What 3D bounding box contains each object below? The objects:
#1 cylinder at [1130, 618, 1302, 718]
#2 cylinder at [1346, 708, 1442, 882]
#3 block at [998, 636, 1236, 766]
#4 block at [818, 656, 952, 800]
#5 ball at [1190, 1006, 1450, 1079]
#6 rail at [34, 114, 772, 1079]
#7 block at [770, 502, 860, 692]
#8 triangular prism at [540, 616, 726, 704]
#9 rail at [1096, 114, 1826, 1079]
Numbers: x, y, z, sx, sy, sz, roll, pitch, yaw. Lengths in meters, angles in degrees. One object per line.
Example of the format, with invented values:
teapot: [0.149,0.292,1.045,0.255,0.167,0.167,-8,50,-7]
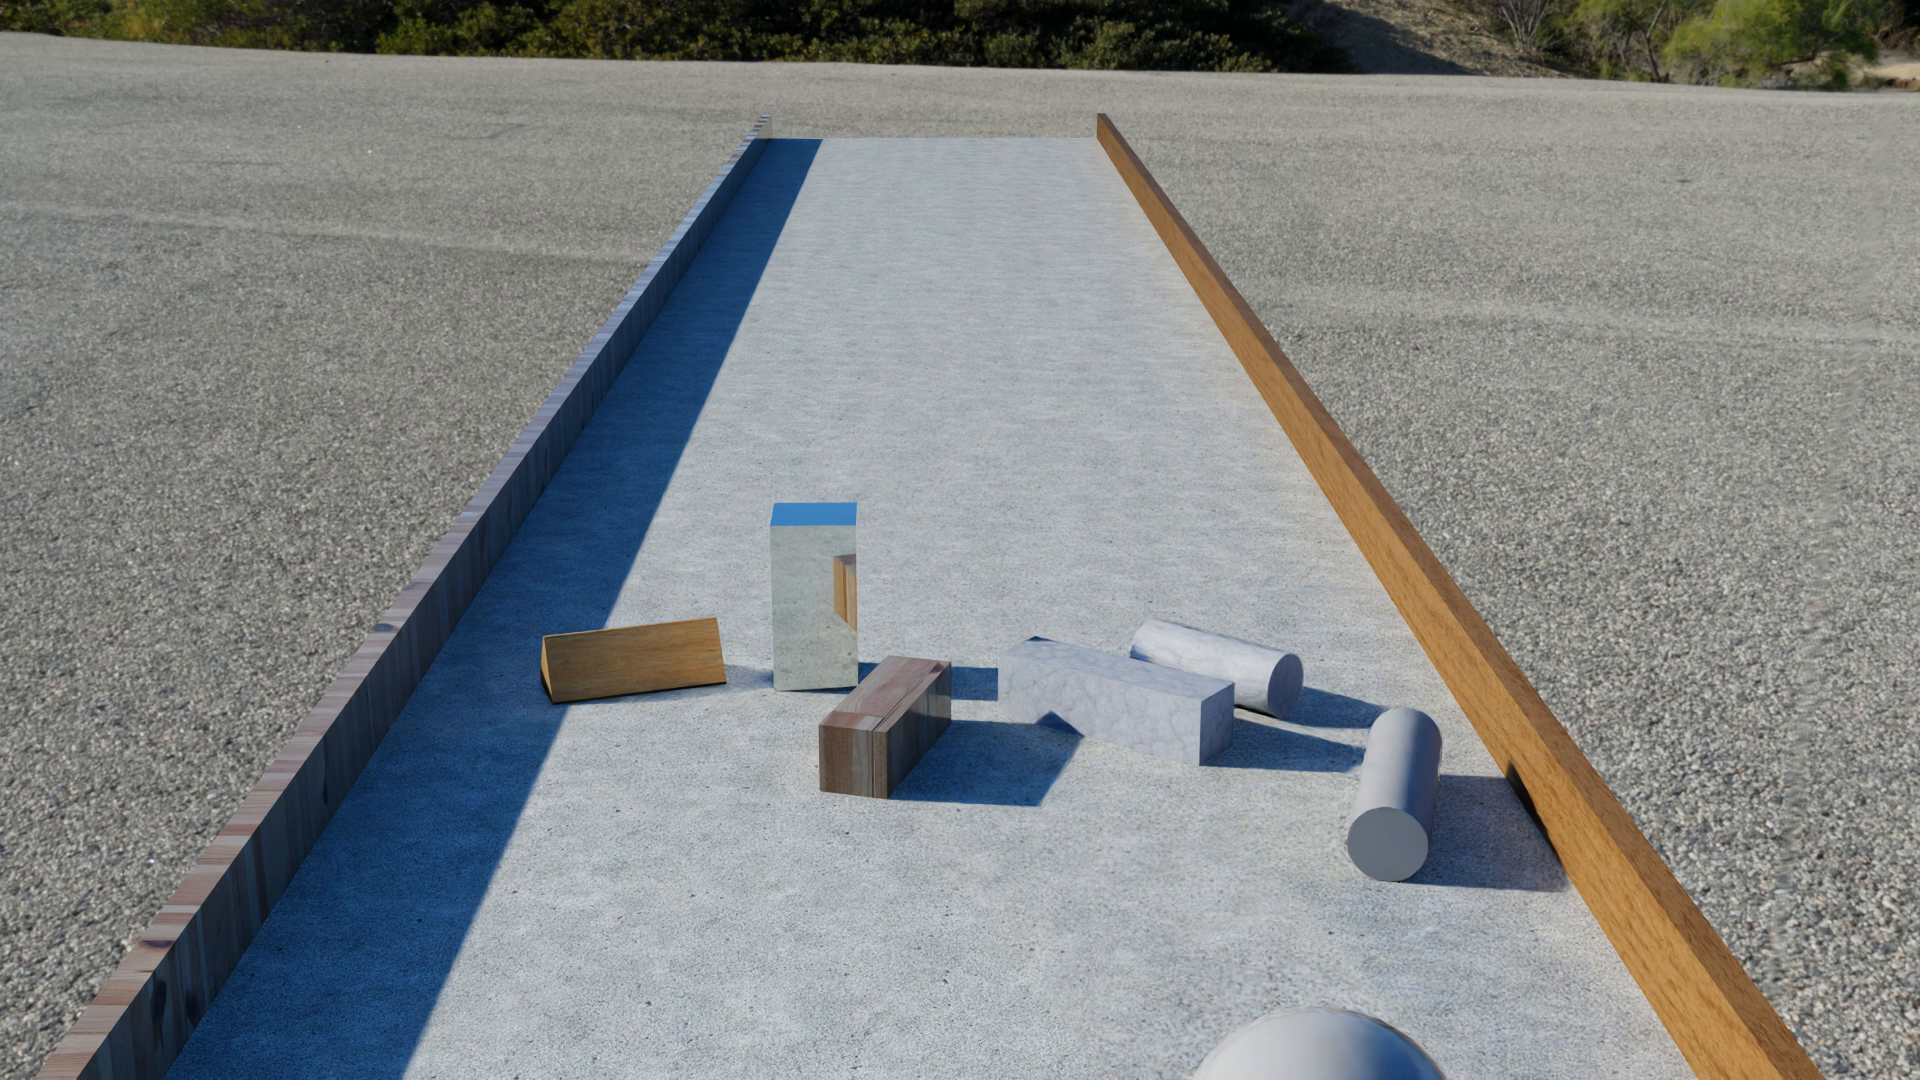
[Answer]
cylinder: [0.488,0.242,4.201,0.315,0.121,0.121,14,22,39]
cylinder: [0.719,0.411,3.622,0.125,0.125,0.445,4,17,14]
block: [0.282,0.291,4.035,0.433,0.122,0.122,12,20,34]
block: [-0.129,0.328,3.911,0.122,0.122,0.370,5,17,16]
ball: [0.394,0.673,2.391,0.327,0.327,0.327,0,17,0]
rail: [-1.118,-0.838,7.780,0.050,0.150,12.000,0,17,-1]
block: [-0.280,0.109,4.277,0.162,0.332,0.162,0,17,-2]
triangular prism: [-0.636,0.222,4.268,0.338,0.115,0.133,-6,18,-19]
rail: [0.932,-0.844,7.801,0.050,0.150,12.000,0,17,-1]
